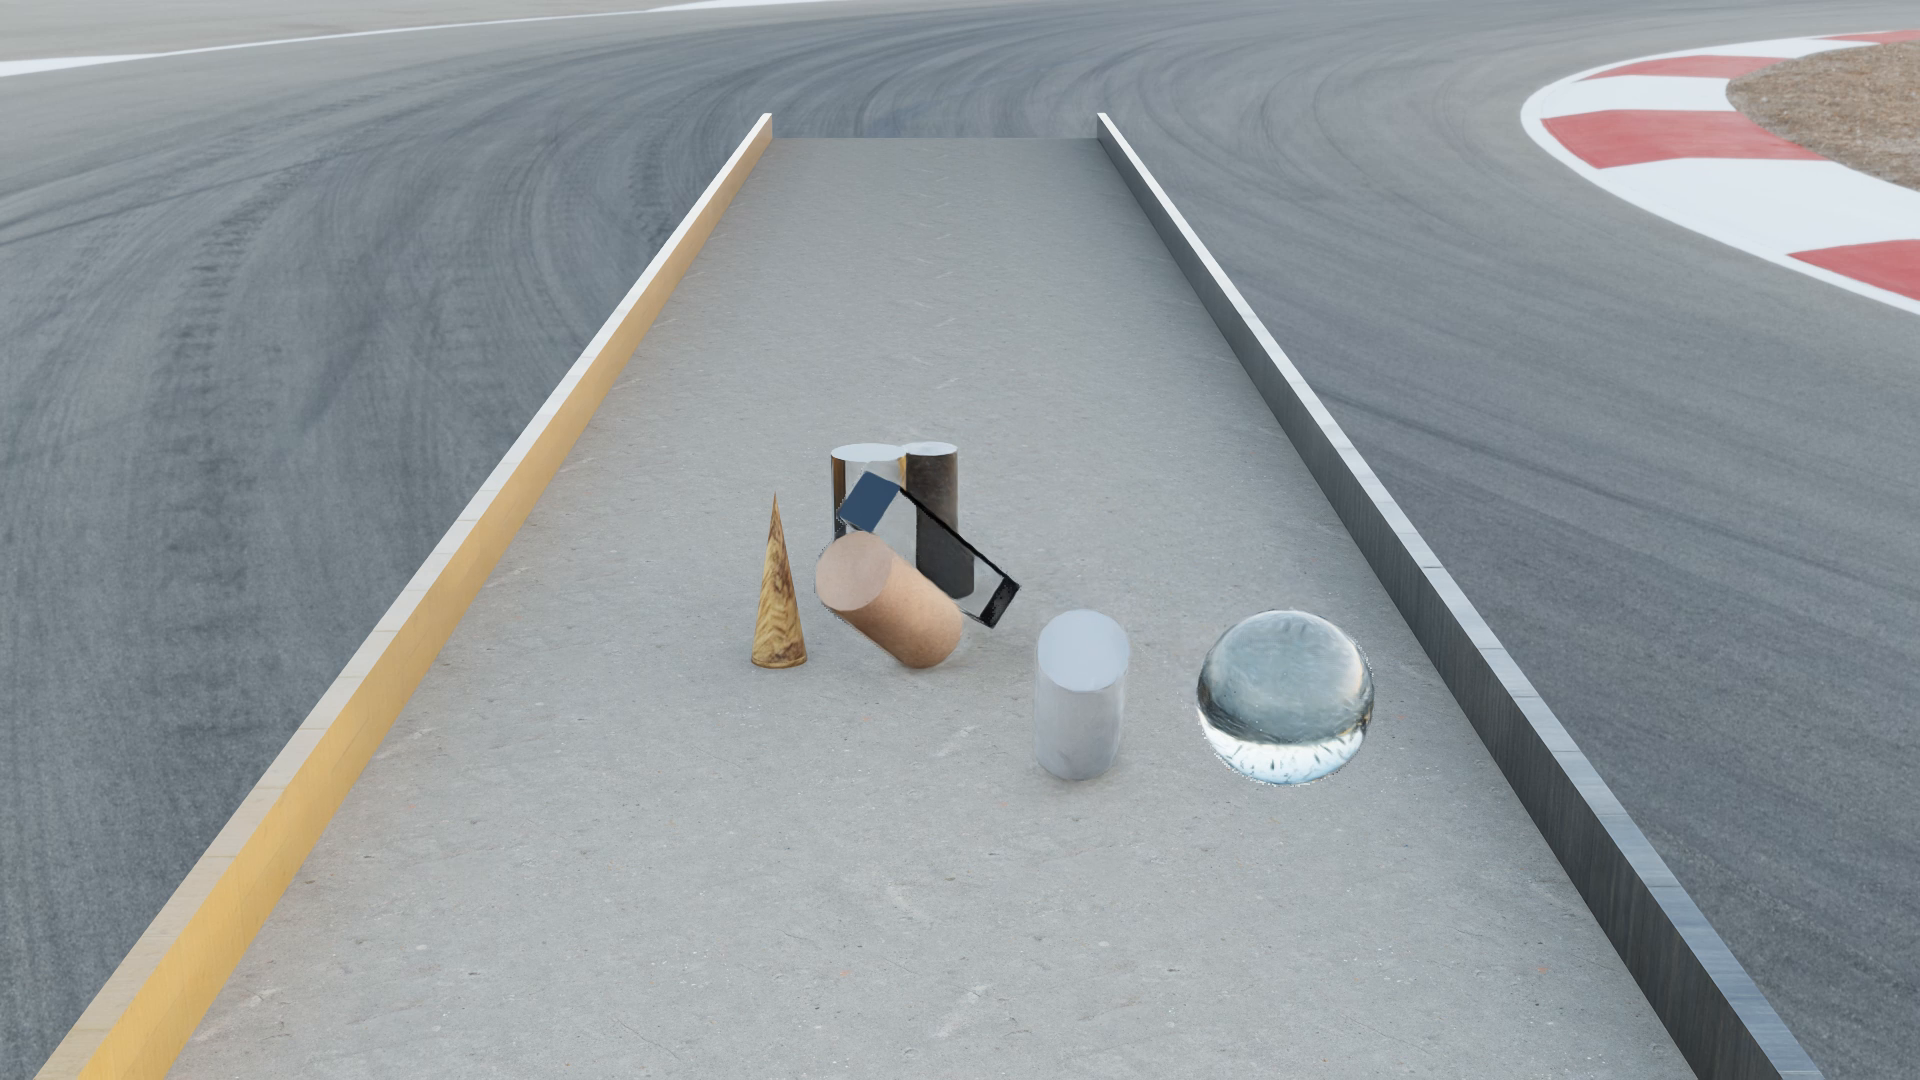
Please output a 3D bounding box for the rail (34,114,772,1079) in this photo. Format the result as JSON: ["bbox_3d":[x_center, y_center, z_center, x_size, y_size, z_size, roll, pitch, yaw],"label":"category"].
[{"bbox_3d":[-1.118,-0.838,7.780,0.050,0.150,12.000,0,17,-1],"label":"rail"}]

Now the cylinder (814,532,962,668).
[{"bbox_3d":[-0.134,0.120,4.262,0.161,0.161,0.320,10,-18,30],"label":"cylinder"}]

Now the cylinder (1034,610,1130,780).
[{"bbox_3d":[0.202,0.265,3.706,0.150,0.353,0.150,0,60,1],"label":"cylinder"}]

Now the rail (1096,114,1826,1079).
[{"bbox_3d":[0.932,-0.844,7.801,0.050,0.150,12.000,0,17,-1],"label":"rail"}]

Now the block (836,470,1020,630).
[{"bbox_3d":[-0.057,0.024,4.360,0.105,0.105,0.450,27,-9,42],"label":"block"}]

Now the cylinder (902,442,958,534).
[{"bbox_3d":[-0.068,-0.053,4.864,0.125,0.308,0.125,0,17,0],"label":"cylinder"}]

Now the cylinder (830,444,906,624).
[{"bbox_3d":[-0.191,-0.013,4.647,0.158,0.355,0.158,0,17,0],"label":"cylinder"}]

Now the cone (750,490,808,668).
[{"bbox_3d":[-0.363,0.071,4.370,0.114,0.353,0.114,0,17,0],"label":"cone"}]

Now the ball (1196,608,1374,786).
[{"bbox_3d":[0.550,0.265,3.722,0.298,0.298,0.298,0,17,0],"label":"ball"}]
